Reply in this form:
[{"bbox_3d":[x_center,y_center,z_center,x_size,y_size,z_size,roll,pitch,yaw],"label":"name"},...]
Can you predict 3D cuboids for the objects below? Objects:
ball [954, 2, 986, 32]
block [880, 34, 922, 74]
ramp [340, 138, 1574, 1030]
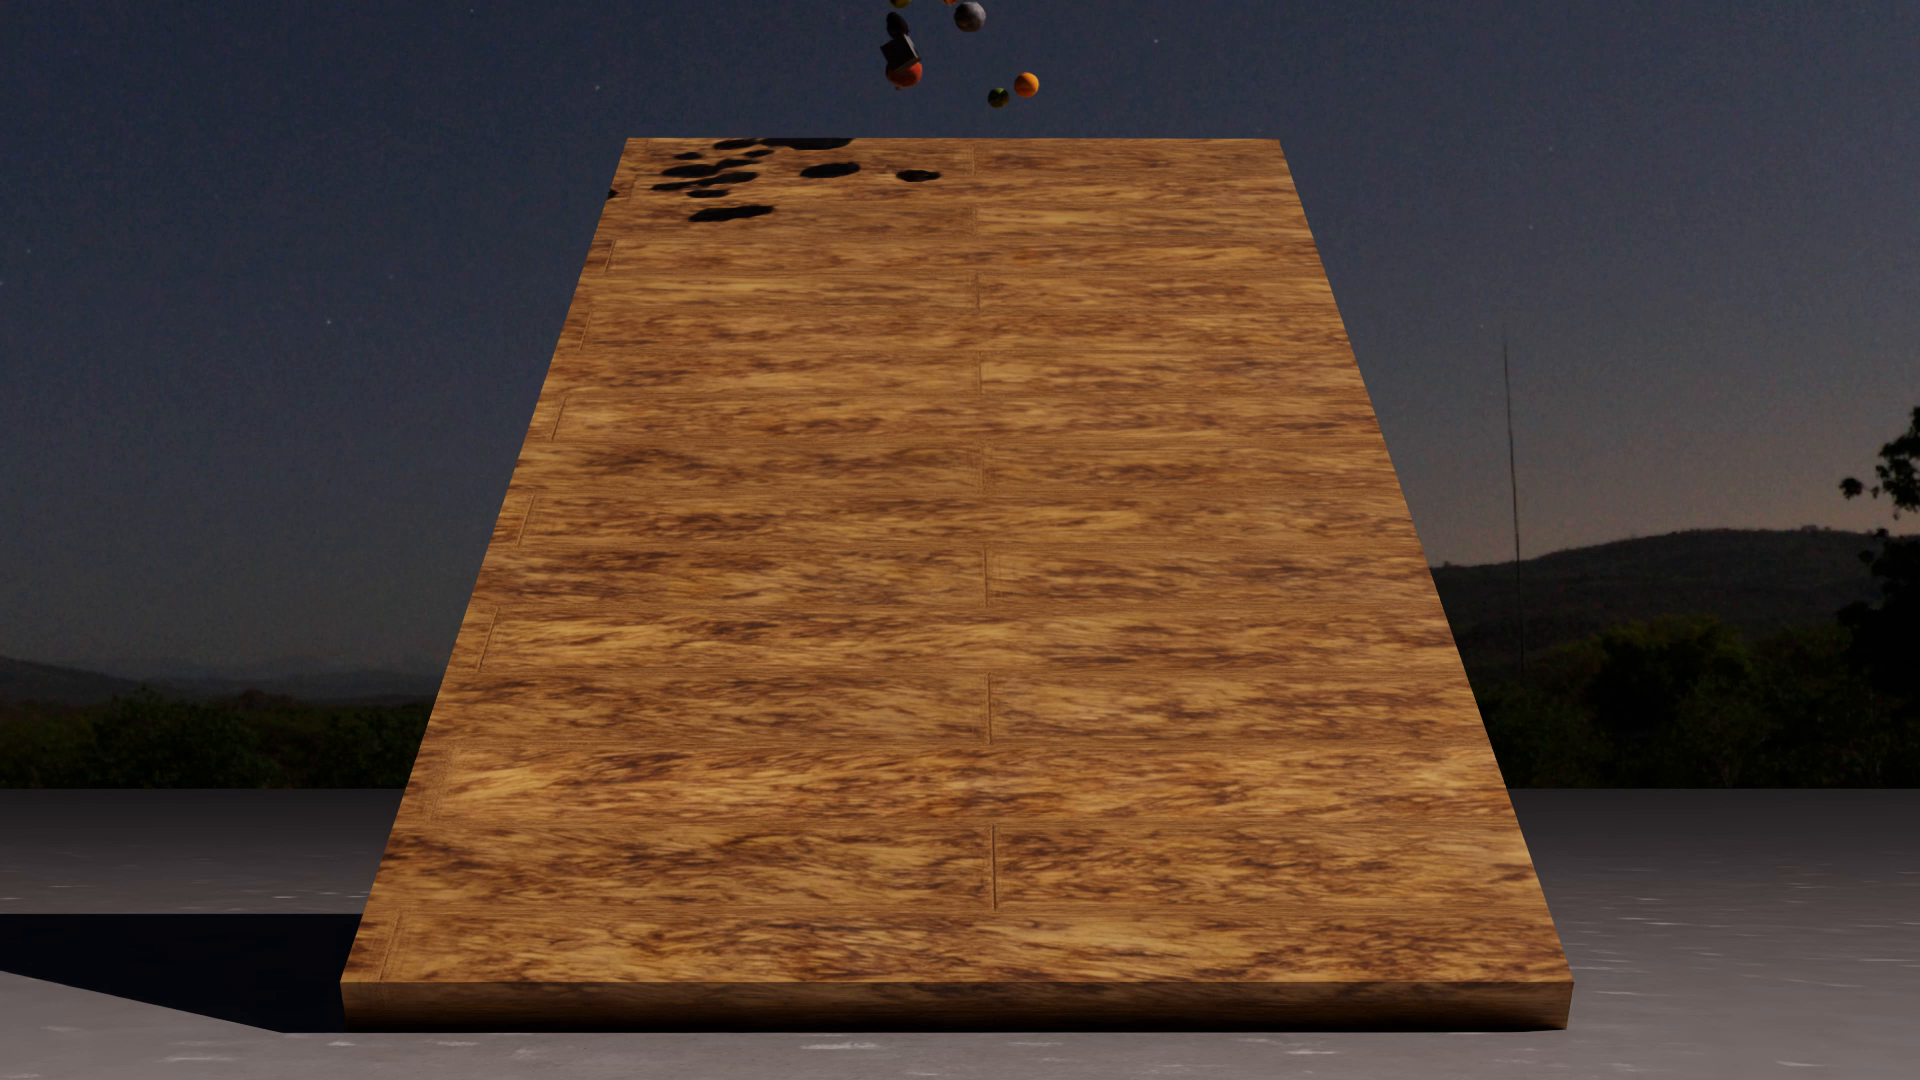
[{"bbox_3d":[0.028,-1.490,6.849,0.088,0.088,0.088,0,-6,0],"label":"ball"},{"bbox_3d":[-0.168,-1.382,6.829,0.076,0.076,0.076,-30,-2,14],"label":"block"},{"bbox_3d":[-0.012,-0.216,5.666,2.000,0.100,4.000,0,29,0],"label":"ramp"}]
